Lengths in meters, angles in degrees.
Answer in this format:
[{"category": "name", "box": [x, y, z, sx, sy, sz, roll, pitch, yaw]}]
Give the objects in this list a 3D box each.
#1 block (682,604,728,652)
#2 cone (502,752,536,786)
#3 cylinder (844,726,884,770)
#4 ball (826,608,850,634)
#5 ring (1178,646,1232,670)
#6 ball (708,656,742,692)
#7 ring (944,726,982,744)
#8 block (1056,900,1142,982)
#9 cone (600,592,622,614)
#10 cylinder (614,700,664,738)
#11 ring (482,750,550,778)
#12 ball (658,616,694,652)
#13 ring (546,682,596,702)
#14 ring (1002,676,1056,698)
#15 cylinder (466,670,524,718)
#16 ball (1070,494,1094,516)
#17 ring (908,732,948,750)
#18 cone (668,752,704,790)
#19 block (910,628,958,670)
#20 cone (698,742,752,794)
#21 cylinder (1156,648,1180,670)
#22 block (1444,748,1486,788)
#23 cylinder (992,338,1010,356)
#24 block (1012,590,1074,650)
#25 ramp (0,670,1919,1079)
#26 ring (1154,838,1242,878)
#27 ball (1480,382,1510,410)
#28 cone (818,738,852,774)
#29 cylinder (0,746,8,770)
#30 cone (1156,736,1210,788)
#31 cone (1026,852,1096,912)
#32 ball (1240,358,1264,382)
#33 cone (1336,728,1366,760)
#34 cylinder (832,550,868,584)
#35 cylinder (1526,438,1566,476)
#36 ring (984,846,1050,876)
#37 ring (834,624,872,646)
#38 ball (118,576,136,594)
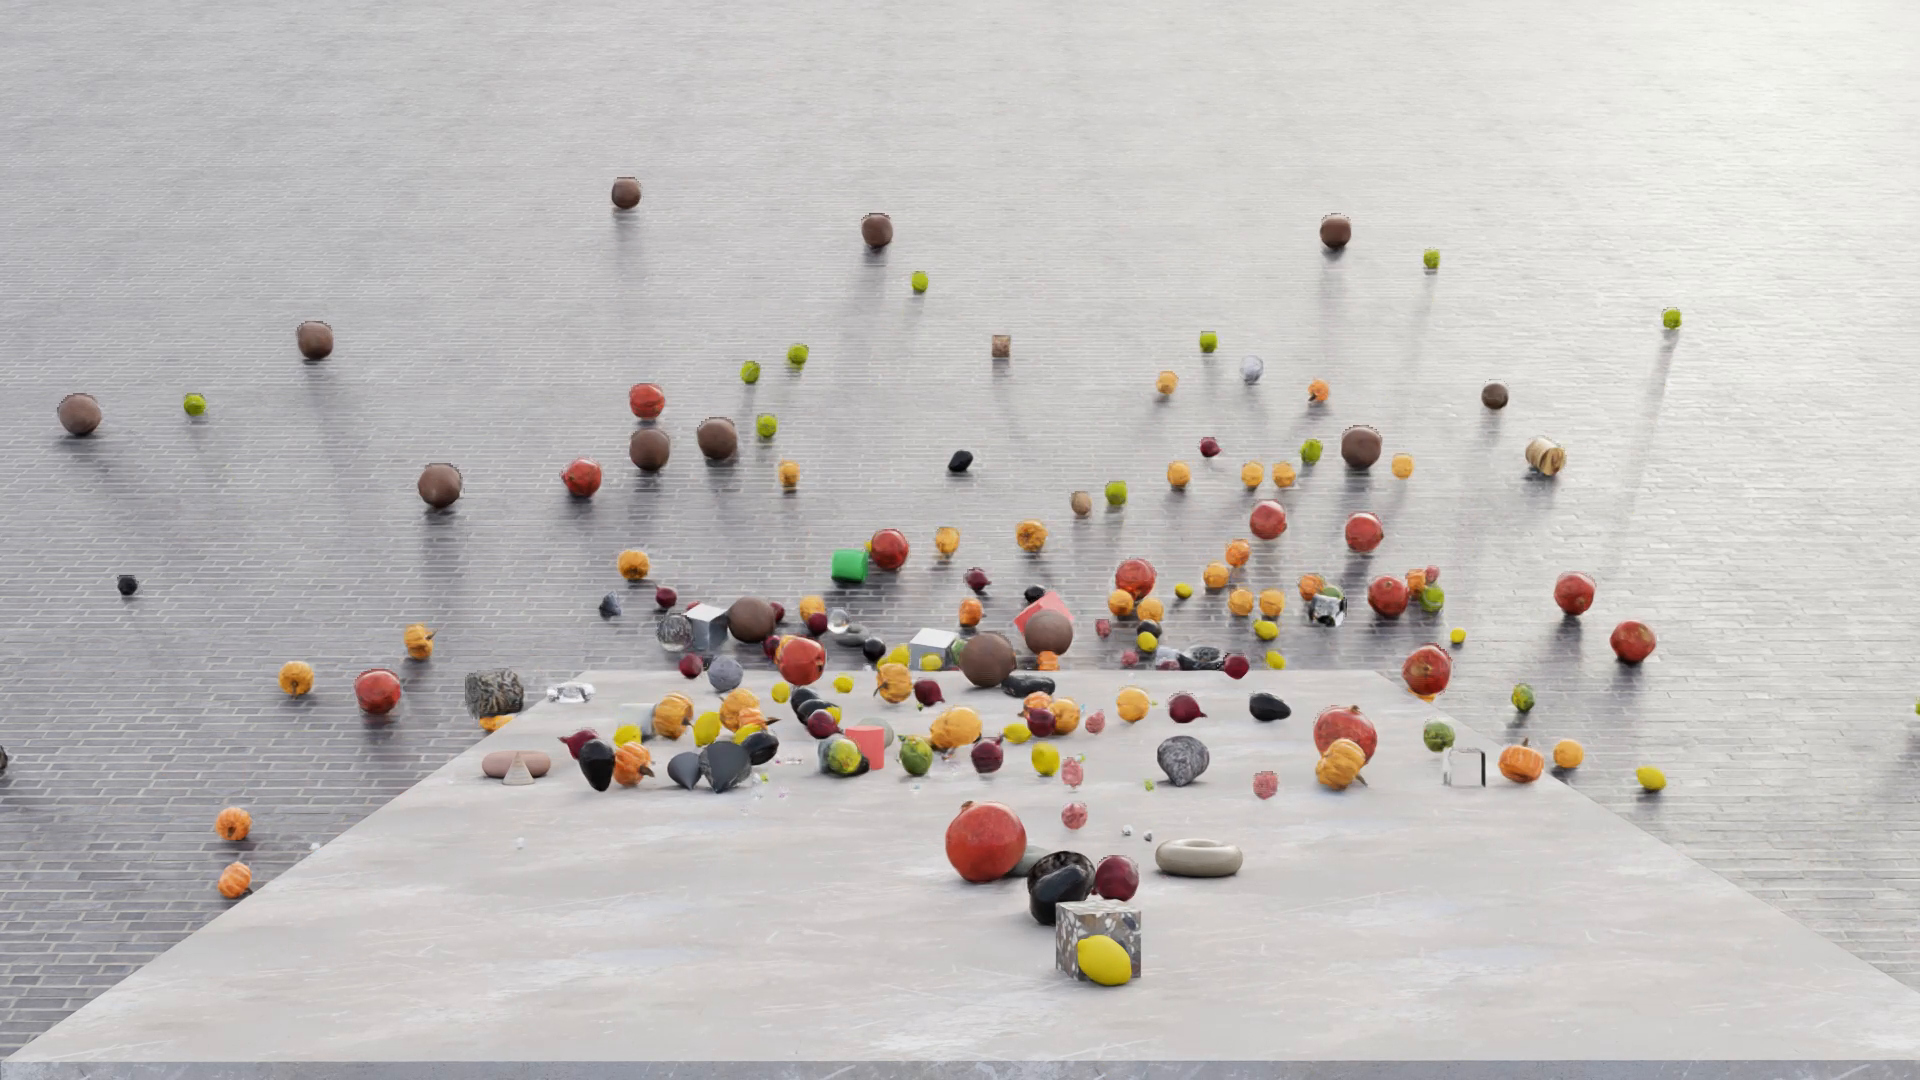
[{"category": "block", "box": [-0.683, 0.234, 6.898, 0.086, 0.086, 0.086, 13, 26, 28]}, {"category": "cone", "box": [-0.771, 0.396, 4.490, 0.058, 0.058, 0.058, 0, 3, 0]}, {"category": "cylinder", "box": [-0.174, 0.379, 4.697, 0.072, 0.072, 0.072, 0, 3, 0]}, {"category": "ball", "box": [-0.324, 0.216, 6.851, 0.065, 0.065, 0.065, 0, 23, 0]}, {"category": "ring", "box": [0.642, 0.321, 6.740, 0.146, 0.049, 0.146, 1, 23, -1]}, {"category": "ball", "box": [-0.551, 0.314, 6.038, 0.081, 0.081, 0.081, 0, 23, 0]}, {"category": "ring", "box": [0.005, 0.385, 5.081, 0.077, 0.026, 0.077, -1, 4, 0]}, {"category": "block", "box": [0.158, 0.457, 2.940, 0.076, 0.076, 0.076, -1, 3, -17]}, {"category": "cone", "box": [-0.950, 0.187, 7.088, 0.061, 0.061, 0.061, -23, 58, -43]}, {"category": "cylinder", "box": [-0.641, 0.360, 5.141, 0.069, 0.069, 0.069, -17, 12, 31]}, {"category": "ring", "box": [-0.792, 0.400, 4.595, 0.122, 0.041, 0.122, 0, 1, 0]}, {"category": "ball", "box": [-0.757, 0.248, 6.837, 0.095, 0.095, 0.095, 0, 23, 0]}, {"category": "ring", "box": [-0.881, 0.346, 5.833, 0.111, 0.037, 0.111, -1, 3, 0]}, {"category": "ring", "box": [0.159, 0.338, 5.943, 0.126, 0.042, 0.126, 1, 4, 0]}, {"category": "cylinder", "box": [-1.017, 0.338, 5.629, 0.094, 0.094, 0.094, -8, 23, -31]}, {"category": "ball", "box": [0.367, -0.108, 7.746, 0.067, 0.067, 0.067, 0, 23, 0]}, {"category": "ring", "box": [-0.062, 0.389, 4.968, 0.081, 0.027, 0.081, 5, 2, 0]}, {"category": "cone", "box": [-0.468, 0.412, 4.437, 0.067, 0.067, 0.067, -4, 30, -10]}, {"category": "block", "box": [-0.067, 0.300, 6.722, 0.099, 0.099, 0.099, 8, 24, 19]}, {"category": "cone", "box": [-0.408, 0.408, 4.399, 0.093, 0.093, 0.093, 2, 29, 4]}, {"category": "cylinder", "box": [0.546, 0.311, 6.760, 0.051, 0.051, 0.051, 8, 24, 19]}, {"category": "block", "box": [0.875, 0.395, 4.463, 0.061, 0.061, 0.061, 0, 3, -2]}, {"category": "cylinder", "box": [0.147, -0.688, 9.142, 0.063, 0.063, 0.063, 1, 23, 2]}, {"category": "block", "box": [0.224, 0.213, 6.881, 0.098, 0.098, 0.098, -36, 2, 33]}, {"category": "ramp", "box": [0.052, 0.472, 4.536, 2.000, 0.100, 4.000, 0, 3, 0]}, {"category": "ring", "box": [0.334, 0.444, 3.601, 0.123, 0.041, 0.123, 1, 2, 0]}, {"category": "ball", "box": [1.791, -0.483, 8.611, 0.095, 0.095, 0.095, 0, 23, 0]}, {"category": "cone", "box": [-0.239, 0.403, 4.633, 0.067, 0.067, 0.067, 9, 32, 20]}, {"category": "cylinder", "box": [-2.341, 0.533, 6.220, 0.055, 0.055, 0.055, -20, 30, -39]}, {"category": "cone", "box": [0.385, 0.404, 4.475, 0.093, 0.093, 0.093, 3, 30, 8]}, {"category": "cone", "box": [0.137, 0.459, 3.278, 0.090, 0.090, 0.090, -3, 30, -8]}, {"category": "ball", "box": [1.007, -0.588, 8.880, 0.082, 0.082, 0.082, 0, 23, 0]}, {"category": "cone", "box": [0.741, 0.396, 4.816, 0.061, 0.061, 0.061, -4, 40, -9]}, {"category": "cylinder", "box": [-0.312, 0.076, 7.280, 0.086, 0.086, 0.086, 5, 23, 12]}, {"category": "cylinder", "box": [1.839, -0.263, 8.082, 0.092, 0.092, 0.092, -7, 24, -17]}, {"category": "ring", "box": [0.083, 0.449, 3.599, 0.097, 0.032, 0.097, 0, 4, 0]}, {"category": "ring", "box": [-0.290, 0.256, 6.915, 0.101, 0.034, 0.101, 1, 22, 0]}, {"category": "ball", "box": [-2.330, 0.128, 7.198, 0.052, 0.052, 0.052, 0, 23, 0]}]
